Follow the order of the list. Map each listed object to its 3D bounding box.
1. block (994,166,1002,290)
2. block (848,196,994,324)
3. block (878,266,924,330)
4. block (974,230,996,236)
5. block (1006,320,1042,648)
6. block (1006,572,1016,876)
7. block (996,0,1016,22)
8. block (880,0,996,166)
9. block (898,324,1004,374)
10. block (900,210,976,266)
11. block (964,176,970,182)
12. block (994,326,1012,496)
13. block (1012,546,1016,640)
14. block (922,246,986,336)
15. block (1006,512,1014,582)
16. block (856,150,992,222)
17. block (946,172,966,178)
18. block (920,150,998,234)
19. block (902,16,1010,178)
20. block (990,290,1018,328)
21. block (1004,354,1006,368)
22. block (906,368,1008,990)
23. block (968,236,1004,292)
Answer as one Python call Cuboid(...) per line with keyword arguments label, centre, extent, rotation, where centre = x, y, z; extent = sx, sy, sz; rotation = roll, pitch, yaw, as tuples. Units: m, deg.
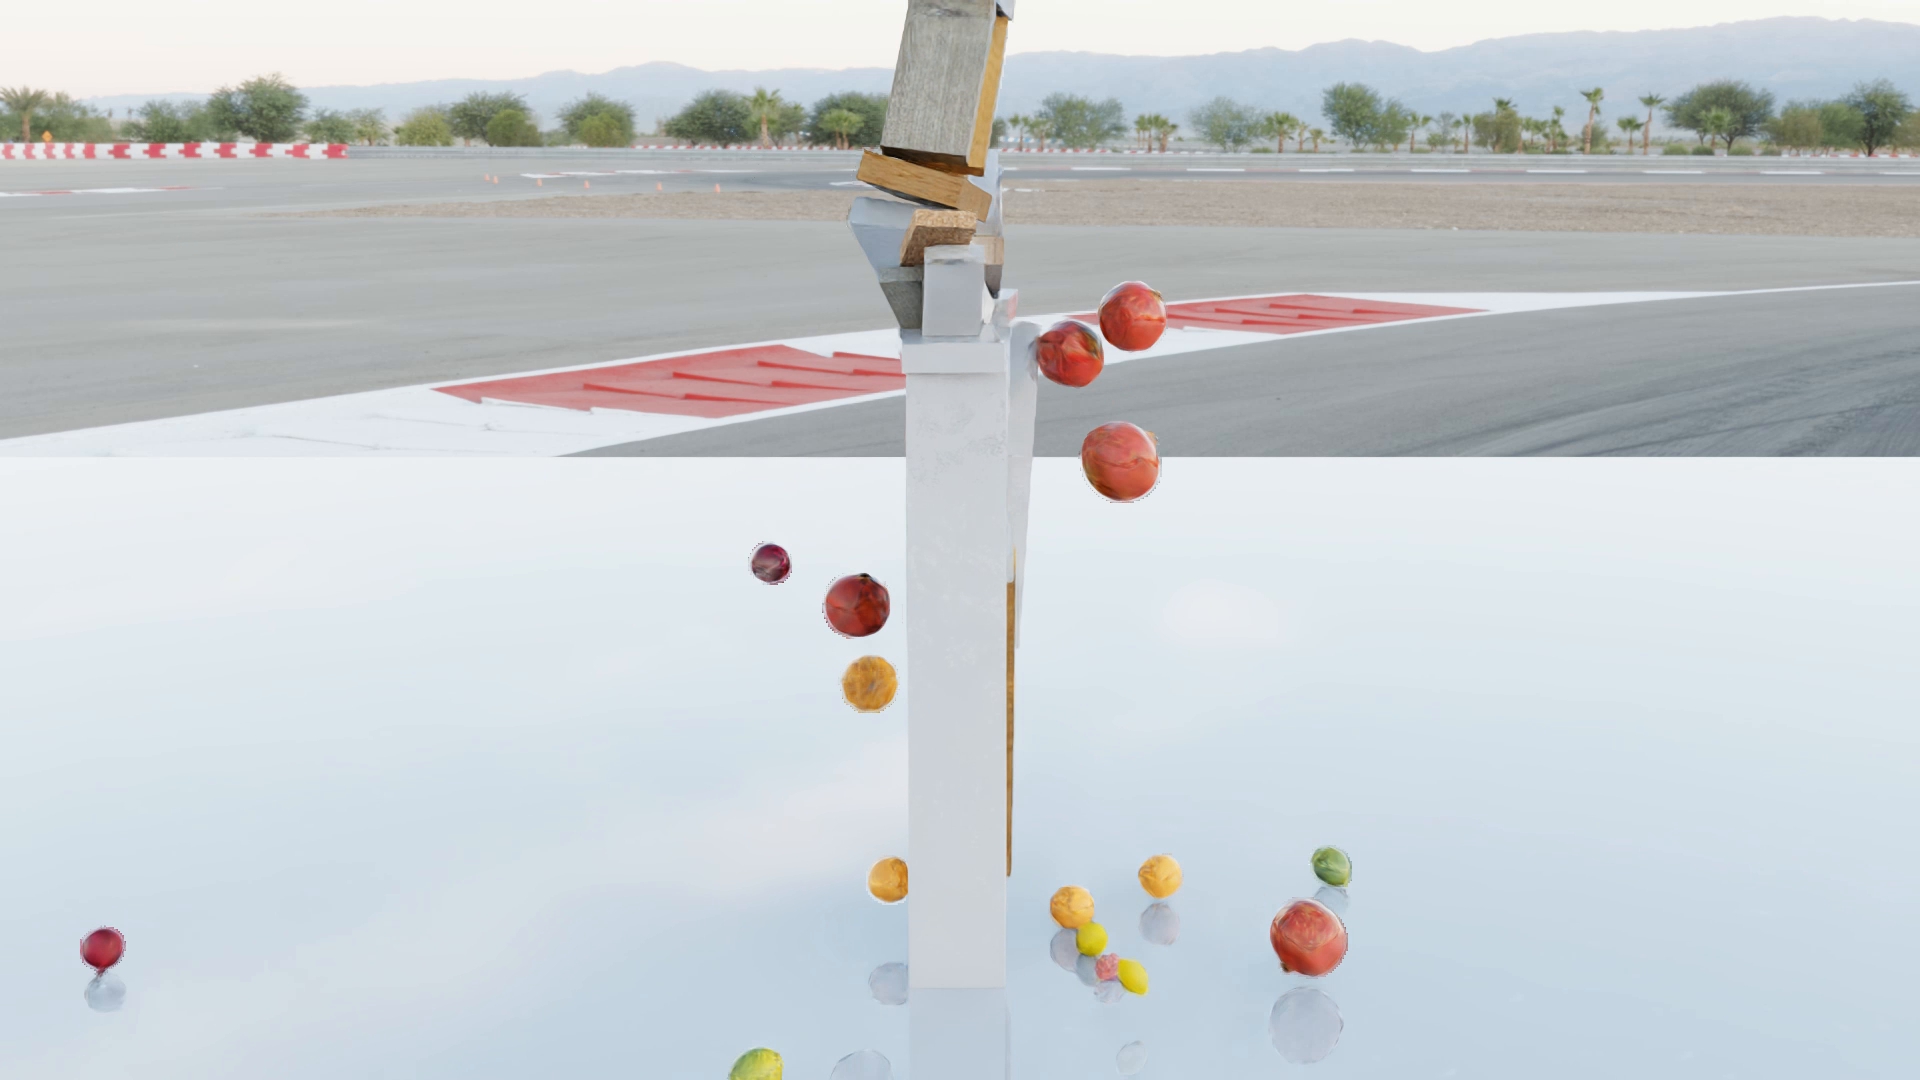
Cuboid(label="block", centre=(0.012, -0.427, 3.761), extent=(0.118, 0.458, 0.034), rotation=(1, 37, 2))
Cuboid(label="block", centre=(-0.054, -0.411, 3.275), extent=(0.148, 0.042, 0.295), rotation=(11, -18, 18))
Cuboid(label="block", centre=(-0.059, -0.350, 3.185), extent=(0.083, 0.024, 0.166), rotation=(-1, -18, 10))
Cuboid(label="block", centre=(0.002, -0.472, 3.575), extent=(0.118, 0.034, 0.237), rotation=(2, -2, 4))
Cuboid(label="block", centre=(0.039, -0.097, 3.707), extent=(0.156, 0.548, 0.044), rotation=(4, -1, -6))
Cuboid(label="block", centre=(0.003, 0.285, 3.402), extent=(0.158, 0.475, 0.045), rotation=(1, 11, 3))
Cuboid(label="block", centre=(0.005, -0.811, 3.259), extent=(0.123, 0.035, 0.247), rotation=(8, 6, 8))
Cuboid(label="block", centre=(-0.030, -0.662, 3.151), extent=(0.123, 0.247, 0.035), rotation=(8, -15, 7))
Cuboid(label="block", centre=(-0.016, -0.281, 3.206), extent=(0.143, 0.041, 0.286), rotation=(-1, 11, -3))
Cuboid(label="block", centre=(-0.032, -0.418, 3.062), extent=(0.083, 0.024, 0.167), rotation=(2, -13, -9))
Cuboid(label="block", centre=(-0.019, -0.620, 3.414), extent=(0.062, 0.191, 0.018), rotation=(2, 41, 5))
Cuboid(label="block", centre=(-0.001, -0.183, 3.488), extent=(0.156, 0.311, 0.044), rotation=(1, 0, 4))
Cuboid(label="block", centre=(0.009, 0.169, 3.572), extent=(0.158, 0.316, 0.045), rotation=(0, 7, -3))
Cuboid(label="block", centre=(-0.010, -0.350, 3.100), extent=(0.083, 0.166, 0.024), rotation=(-1, 56, -3))
Cuboid(label="block", centre=(0.001, 0.009, 3.448), extent=(0.158, 0.045, 0.316), rotation=(1, 12, 0))
Cuboid(label="block", centre=(-0.048, -0.518, 3.231), extent=(0.148, 0.042, 0.295), rotation=(17, 6, 7))
Cuboid(label="block", centre=(-0.017, -0.616, 3.344), extent=(0.062, 0.124, 0.018), rotation=(6, 8, 4))
Cuboid(label="block", centre=(-0.001, -0.561, 3.525), extent=(0.118, 0.034, 0.237), rotation=(1, 35, 2))
Cuboid(label="block", centre=(-0.006, -0.674, 3.308), extent=(0.123, 0.247, 0.035), rotation=(8, -13, 4))
Cuboid(label="block", centre=(0.009, -0.382, 3.585), extent=(0.156, 0.044, 0.311), rotation=(3, 9, 4))
Cuboid(label="block", centre=(-0.004, -0.139, 3.340), extent=(0.143, 0.286, 0.041), rotation=(-1, 16, -4))
Cuboid(label="block", centre=(-0.005, 0.210, 3.198), extent=(0.143, 0.919, 0.041), rotation=(0, 11, -2))
Cuboid(label="block", centre=(-0.008, -0.437, 3.480), extent=(0.148, 0.042, 0.295), rotation=(2, -2, 0))
